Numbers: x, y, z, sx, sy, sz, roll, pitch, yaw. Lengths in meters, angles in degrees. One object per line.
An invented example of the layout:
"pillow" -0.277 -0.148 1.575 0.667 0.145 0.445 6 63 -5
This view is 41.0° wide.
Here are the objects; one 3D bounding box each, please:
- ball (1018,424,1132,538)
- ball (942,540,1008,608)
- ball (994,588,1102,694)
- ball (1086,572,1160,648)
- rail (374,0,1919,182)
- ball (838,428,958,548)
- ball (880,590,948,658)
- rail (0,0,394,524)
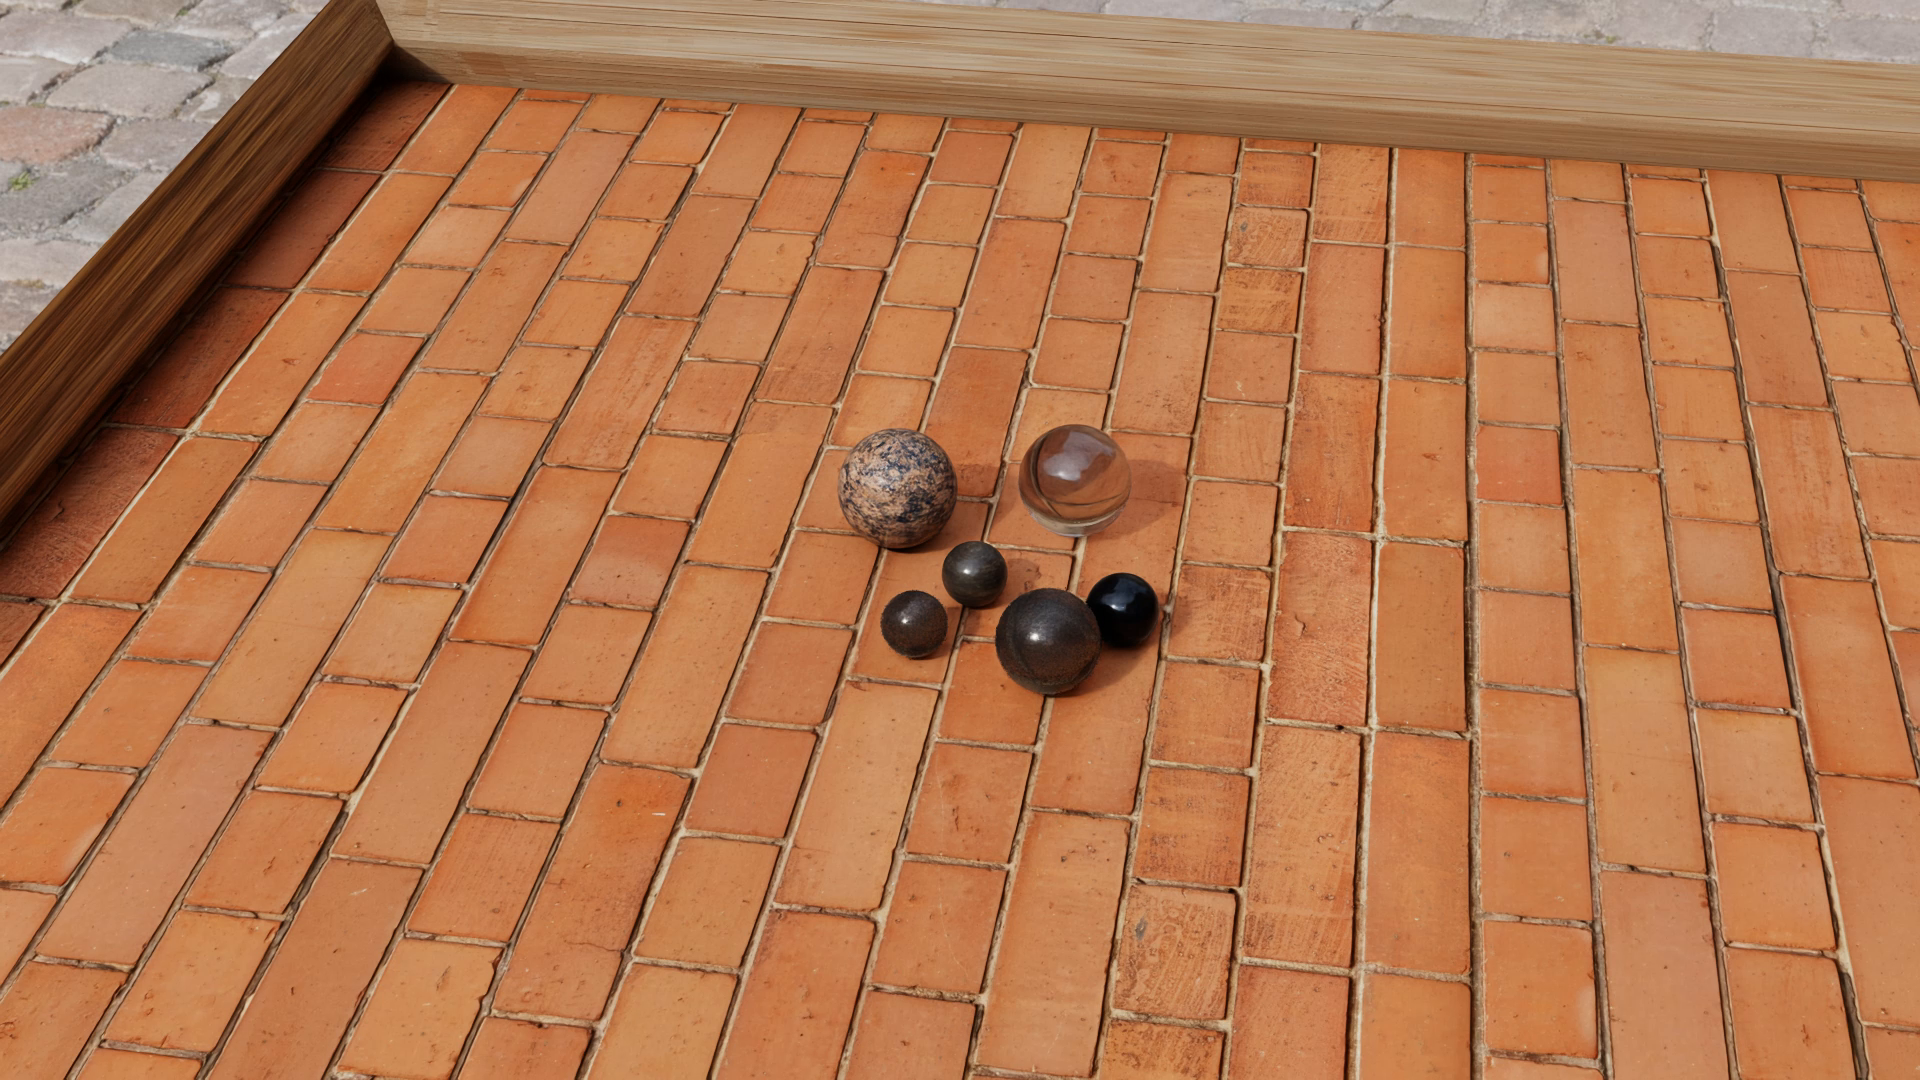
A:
"ball" 0.091 -0.047 2.030 0.090 0.090 0.090 0 34 0
"ball" 0.011 0.026 1.959 0.051 0.051 0.051 0 34 0
"ball" 0.064 0.073 1.865 0.078 0.078 0.078 0 34 0
"ball" 0.121 0.052 1.915 0.056 0.056 0.056 0 34 0
"rail" 0.890 -0.402 2.519 3.092 0.124 0.045 5 35 7
"ball" -0.049 -0.041 2.016 0.095 0.095 0.095 0 34 0
"ball" -0.034 0.062 1.906 0.050 0.050 0.050 0 34 0
"rail" -0.740 -0.089 2.061 0.045 0.124 1.655 5 35 7
